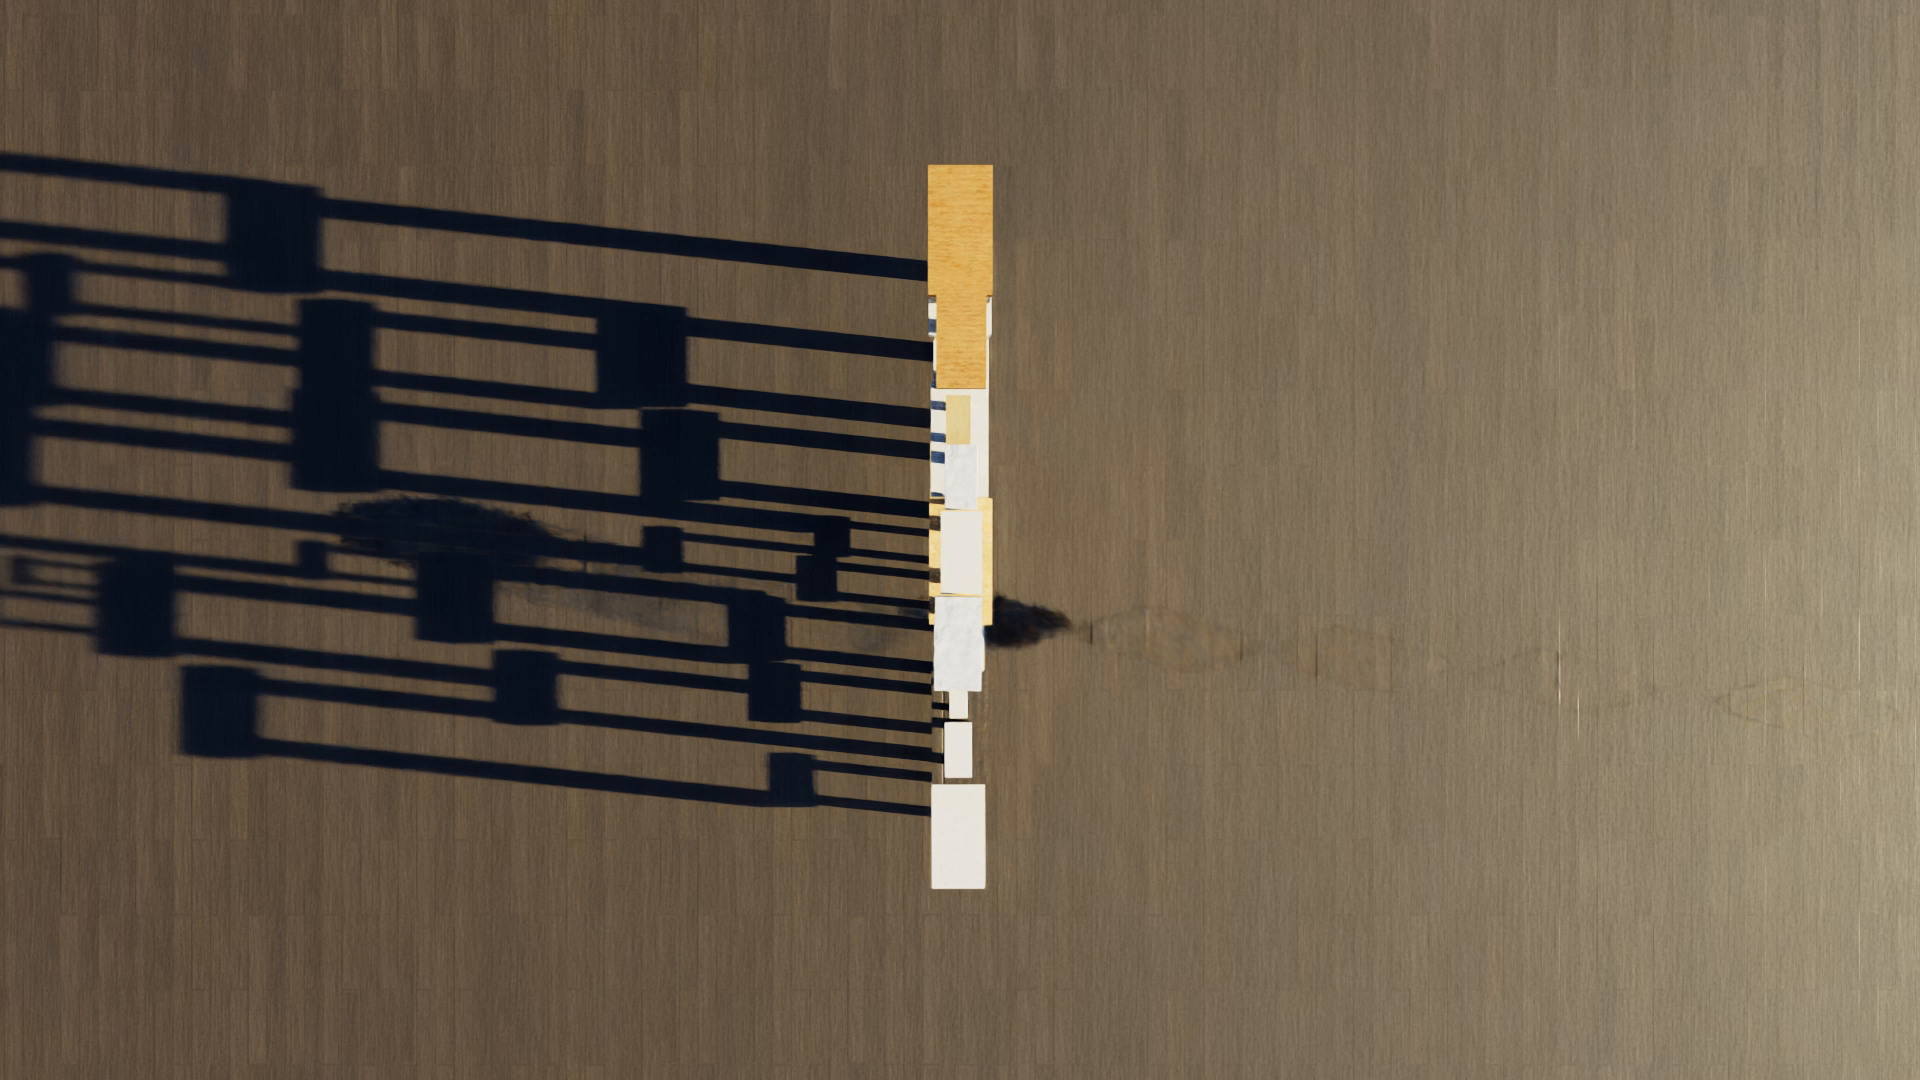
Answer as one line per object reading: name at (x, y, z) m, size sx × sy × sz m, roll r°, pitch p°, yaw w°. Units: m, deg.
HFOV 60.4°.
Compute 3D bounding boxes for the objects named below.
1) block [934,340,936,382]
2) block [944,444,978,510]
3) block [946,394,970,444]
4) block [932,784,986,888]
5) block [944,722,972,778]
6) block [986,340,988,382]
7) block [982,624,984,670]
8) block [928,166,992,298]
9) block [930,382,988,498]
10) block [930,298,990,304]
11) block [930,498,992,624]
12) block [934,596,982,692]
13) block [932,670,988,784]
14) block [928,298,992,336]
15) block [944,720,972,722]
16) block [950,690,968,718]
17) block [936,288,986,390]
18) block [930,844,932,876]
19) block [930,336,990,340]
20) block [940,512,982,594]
block at (-0.004, -0.434, 4.805) m, size 0.147 × 0.042 × 0.293 m, roll 0°, pitch 90°, yaw 0°
block at (0.003, -0.160, 4.218) m, size 0.083 × 0.023 × 0.166 m, roll 0°, pitch 90°, yaw 0°
block at (-0.004, -0.312, 4.288) m, size 0.064 × 0.018 × 0.129 m, roll 0°, pitch 90°, yaw 0°
block at (-0.005, 0.833, 4.675) m, size 0.151 × 0.043 × 0.302 m, roll 0°, pitch 90°, yaw 0°
block at (-0.005, 0.559, 4.403) m, size 0.073 × 0.021 × 0.147 m, roll 0°, pitch 90°, yaw 0°
block at (0.005, -0.505, 5.142) m, size 0.167 × 0.047 × 0.334 m, roll 0°, pitch 90°, yaw 0°
block at (-0.001, 0.368, 4.937) m, size 0.150 × 0.042 × 0.300 m, roll 0°, pitch 90°, yaw 0°
block at (0.001, -0.813, 4.345) m, size 0.170 × 0.048 × 0.339 m, roll 0°, pitch 90°, yaw 0°
block at (-0.001, -0.270, 4.448) m, size 0.154 × 0.044 × 0.309 m, roll 0°, pitch 90°, yaw 0°
block at (0.001, -0.700, 4.539) m, size 0.170 × 0.339 × 0.048 m, roll 0°, pitch 90°, yaw 0°
block at (0.002, 0.057, 4.419) m, size 0.168 × 0.048 × 0.336 m, roll 0°, pitch 90°, yaw 0°
block at (-0.005, 0.260, 4.143) m, size 0.118 × 0.033 × 0.236 m, roll 1°, pitch 90°, yaw 0°
block at (0.000, 0.520, 4.582) m, size 0.156 × 0.044 × 0.311 m, roll 0°, pitch 90°, yaw 0°
block at (0.000, -0.766, 4.734) m, size 0.180 × 0.051 × 0.359 m, roll 0°, pitch 90°, yaw 0°
block at (-0.005, 0.511, 4.486) m, size 0.073 × 0.147 × 0.021 m, roll 0°, pitch 90°, yaw 0°
block at (-0.004, 0.432, 4.454) m, size 0.049 × 0.014 × 0.099 m, roll 0°, pitch 90°, yaw 0°
block at (0.003, -0.507, 4.157) m, size 0.126 × 0.036 × 0.251 m, roll 0°, pitch 90°, yaw 0°
block at (-0.012, 0.931, 4.999) m, size 0.151 × 0.605 × 0.043 m, roll -1°, pitch 91°, yaw 0°
block at (0.000, -0.646, 4.939) m, size 0.180 × 0.359 × 0.051 m, roll 0°, pitch 90°, yaw 0°
block at (0.004, 0.032, 4.172) m, size 0.104 × 0.030 × 0.209 m, roll 0°, pitch 90°, yaw 0°
